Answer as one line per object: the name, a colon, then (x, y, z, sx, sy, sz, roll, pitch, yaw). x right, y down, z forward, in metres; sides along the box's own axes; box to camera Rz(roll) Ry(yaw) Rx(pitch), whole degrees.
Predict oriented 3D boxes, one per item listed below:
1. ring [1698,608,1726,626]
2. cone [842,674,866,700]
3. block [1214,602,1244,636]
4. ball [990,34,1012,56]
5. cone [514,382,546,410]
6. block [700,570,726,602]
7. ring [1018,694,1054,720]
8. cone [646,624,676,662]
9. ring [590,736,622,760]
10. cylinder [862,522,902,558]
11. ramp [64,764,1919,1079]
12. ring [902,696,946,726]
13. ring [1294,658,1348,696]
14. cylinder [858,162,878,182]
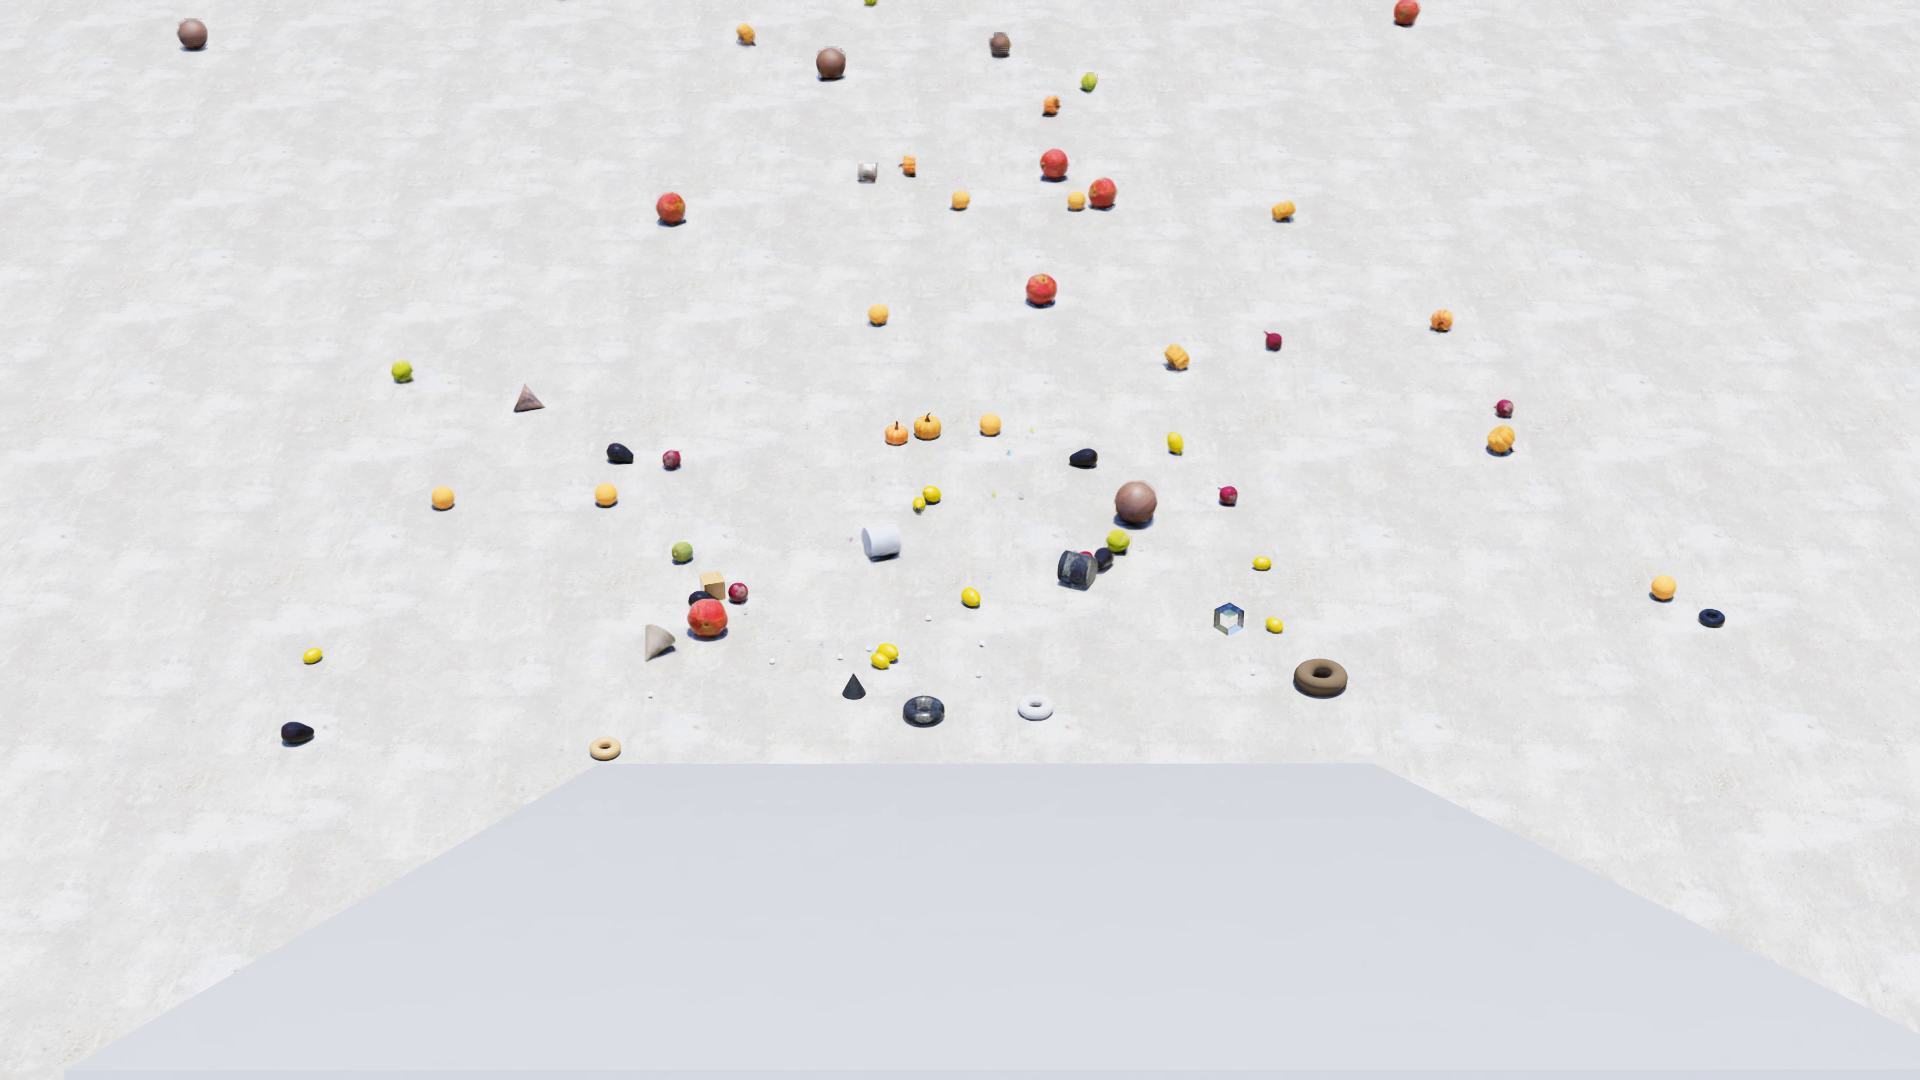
ring: (2.154, 0.223, 7.418, 0.077, 0.026, 0.077, 1, 31, -1)
cone: (-0.291, 0.392, 7.096, 0.067, 0.067, 0.067, 0, 31, 0)
block: (0.766, 0.225, 7.380, 0.061, 0.061, 0.061, -23, 38, -33)
ball: (0.176, -2.161, 11.309, 0.096, 0.096, 0.096, 0, 31, 0)
cone: (-1.407, -0.454, 8.524, 0.096, 0.096, 0.096, 24, 28, -13)
block: (-0.719, 0.136, 7.526, 0.062, 0.062, 0.062, -10, 32, -16)
ring: (0.206, 0.452, 7.030, 0.098, 0.033, 0.098, -1, 32, 0)
cone: (-0.862, 0.304, 7.266, 0.096, 0.096, 0.096, 14, 60, 22)
ring: (-0.941, 0.552, 6.869, 0.084, 0.028, 0.084, 0, 33, 0)
cylinder: (-0.234, 0.001, 7.721, 0.093, 0.093, 0.093, -11, 33, -18)
ramp: (0.069, 0.614, 4.688, 2.000, 0.100, 4.000, 0, 0, 0)
ring: (-0.098, 0.461, 7.010, 0.116, 0.039, 0.116, 0, 30, 0)
ring: (0.994, 0.378, 7.137, 0.148, 0.049, 0.148, -1, 31, 1)
cylinder: (-0.363, -1.439, 10.133, 0.070, 0.070, 0.070, 3, 31, 5)
